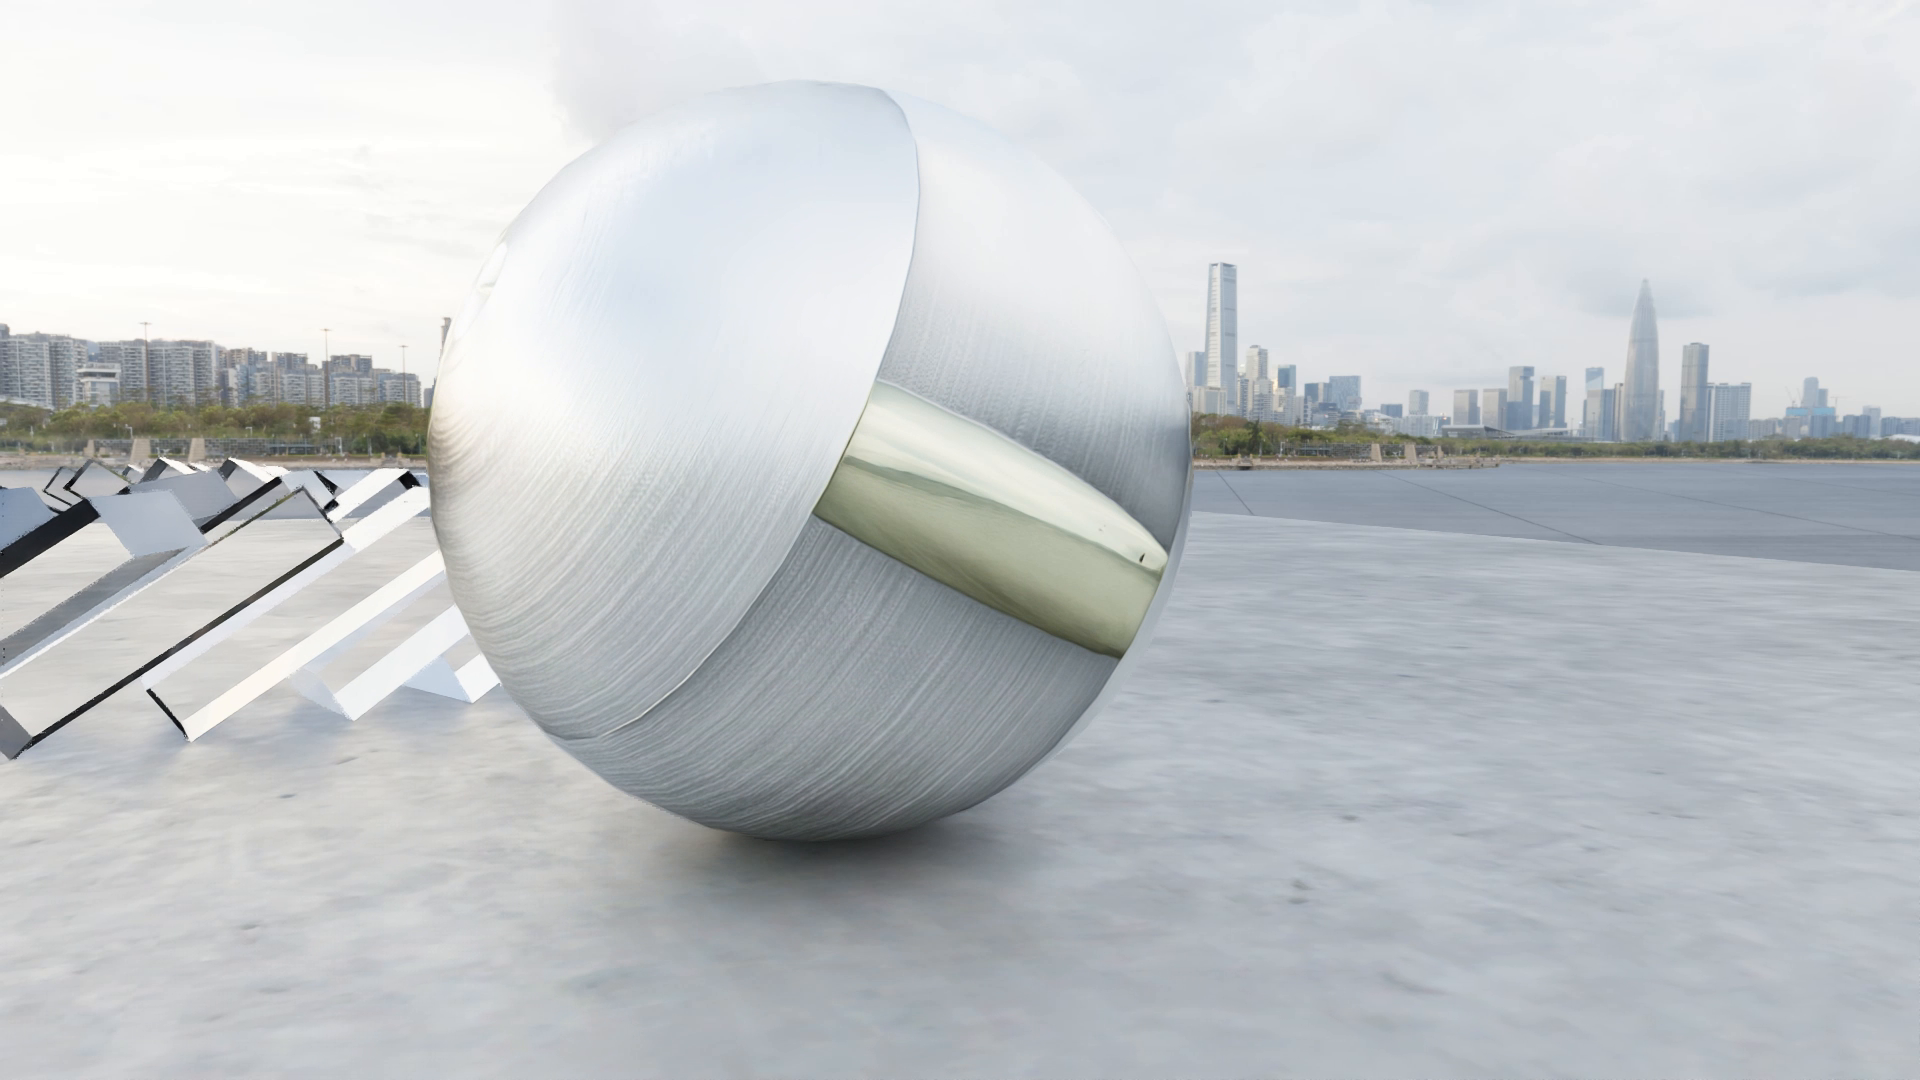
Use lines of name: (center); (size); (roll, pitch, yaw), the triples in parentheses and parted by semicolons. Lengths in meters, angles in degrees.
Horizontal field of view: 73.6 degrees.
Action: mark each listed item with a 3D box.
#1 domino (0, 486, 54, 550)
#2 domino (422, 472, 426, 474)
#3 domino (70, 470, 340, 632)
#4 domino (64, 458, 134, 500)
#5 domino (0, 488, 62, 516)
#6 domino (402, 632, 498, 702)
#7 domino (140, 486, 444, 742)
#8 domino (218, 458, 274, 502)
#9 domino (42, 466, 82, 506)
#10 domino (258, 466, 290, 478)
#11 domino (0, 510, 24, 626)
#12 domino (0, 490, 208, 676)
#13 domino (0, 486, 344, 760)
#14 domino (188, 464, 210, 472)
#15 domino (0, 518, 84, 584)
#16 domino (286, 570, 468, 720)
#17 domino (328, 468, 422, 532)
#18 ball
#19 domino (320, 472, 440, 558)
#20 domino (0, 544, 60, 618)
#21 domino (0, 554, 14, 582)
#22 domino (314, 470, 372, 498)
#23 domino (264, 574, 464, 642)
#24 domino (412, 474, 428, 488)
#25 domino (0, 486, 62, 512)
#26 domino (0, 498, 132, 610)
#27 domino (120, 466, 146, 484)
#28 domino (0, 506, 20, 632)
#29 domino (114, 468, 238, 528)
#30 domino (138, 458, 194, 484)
domino: (-0.151, 0.011, 0.173); (0.050, 0.009, 0.025); (-33, 7, 1)
domino: (-0.175, -0.008, 0.459); (0.050, 0.009, 0.025); (28, 4, -2)
domino: (-0.153, 0.005, 0.259); (0.050, 0.009, 0.025); (-36, 13, -8)
domino: (-0.217, -0.003, 0.352); (0.050, 0.009, 0.025); (39, -17, -25)
domino: (-0.228, 0.001, 0.335); (0.025, 0.009, 0.050); (4, -23, 45)
domino: (-0.077, 0.009, 0.233); (0.025, 0.009, 0.050); (4, 35, 40)
domino: (-0.102, 0.010, 0.203); (0.050, 0.010, 0.025); (-40, 25, -27)
domino: (-0.188, -0.004, 0.369); (0.050, 0.009, 0.025); (36, -9, -14)
domino: (-0.269, -0.007, 0.418); (0.050, 0.010, 0.025); (36, -15, -28)
domino: (-0.220, -0.008, 0.447); (0.050, 0.009, 0.025); (32, -4, -13)
domino: (-0.199, 0.009, 0.248); (0.025, 0.009, 0.050); (-17, -6, -41)
domino: (-0.134, 0.011, 0.178); (0.050, 0.010, 0.025); (-34, 9, -6)
domino: (-0.117, 0.010, 0.190); (0.050, 0.009, 0.025); (-38, 19, -19)
domino: (-0.239, -0.008, 0.439); (0.050, 0.010, 0.025); (33, -10, -18)
domino: (-0.293, -0.003, 0.382); (0.025, 0.009, 0.050); (3, -25, 34)
domino: (-0.088, 0.008, 0.217); (0.025, 0.010, 0.050); (6, 41, 46)
domino: (-0.141, 0.003, 0.279); (0.050, 0.009, 0.025); (-44, 28, -27)
ball: (-0.015, -0.008, 0.140); (0.080, 0.080, 0.080); (0, 4, 0)
domino: (-0.197, -0.008, 0.455); (0.050, 0.010, 0.025); (28, 1, -8)
domino: (-0.232, 0.003, 0.287); (0.025, 0.009, 0.050); (-3, -27, 3)
domino: (-0.302, -0.002, 0.364); (0.025, 0.009, 0.050); (2, -26, 30)
domino: (-0.165, -0.003, 0.379); (0.050, 0.009, 0.025); (33, 8, 8)
domino: (-0.132, 0.015, 0.303); (0.025, 0.010, 0.050); (3, 6, 39)
domino: (-0.142, -0.002, 0.377); (0.050, 0.009, 0.025); (35, 19, 22)
domino: (-0.282, -0.004, 0.403); (0.025, 0.009, 0.050); (5, -22, 47)
domino: (-0.230, 0.002, 0.309); (0.025, 0.009, 0.050); (0, -29, 14)
domino: (-0.254, -0.007, 0.429); (0.050, 0.009, 0.025); (34, -13, -24)
domino: (-0.216, 0.004, 0.270); (0.025, 0.010, 0.050); (-3, -32, -32)
domino: (-0.170, 0.005, 0.252); (0.050, 0.010, 0.025); (-32, 6, 10)
domino: (-0.203, -0.004, 0.363); (0.050, 0.010, 0.025); (37, -12, -17)
